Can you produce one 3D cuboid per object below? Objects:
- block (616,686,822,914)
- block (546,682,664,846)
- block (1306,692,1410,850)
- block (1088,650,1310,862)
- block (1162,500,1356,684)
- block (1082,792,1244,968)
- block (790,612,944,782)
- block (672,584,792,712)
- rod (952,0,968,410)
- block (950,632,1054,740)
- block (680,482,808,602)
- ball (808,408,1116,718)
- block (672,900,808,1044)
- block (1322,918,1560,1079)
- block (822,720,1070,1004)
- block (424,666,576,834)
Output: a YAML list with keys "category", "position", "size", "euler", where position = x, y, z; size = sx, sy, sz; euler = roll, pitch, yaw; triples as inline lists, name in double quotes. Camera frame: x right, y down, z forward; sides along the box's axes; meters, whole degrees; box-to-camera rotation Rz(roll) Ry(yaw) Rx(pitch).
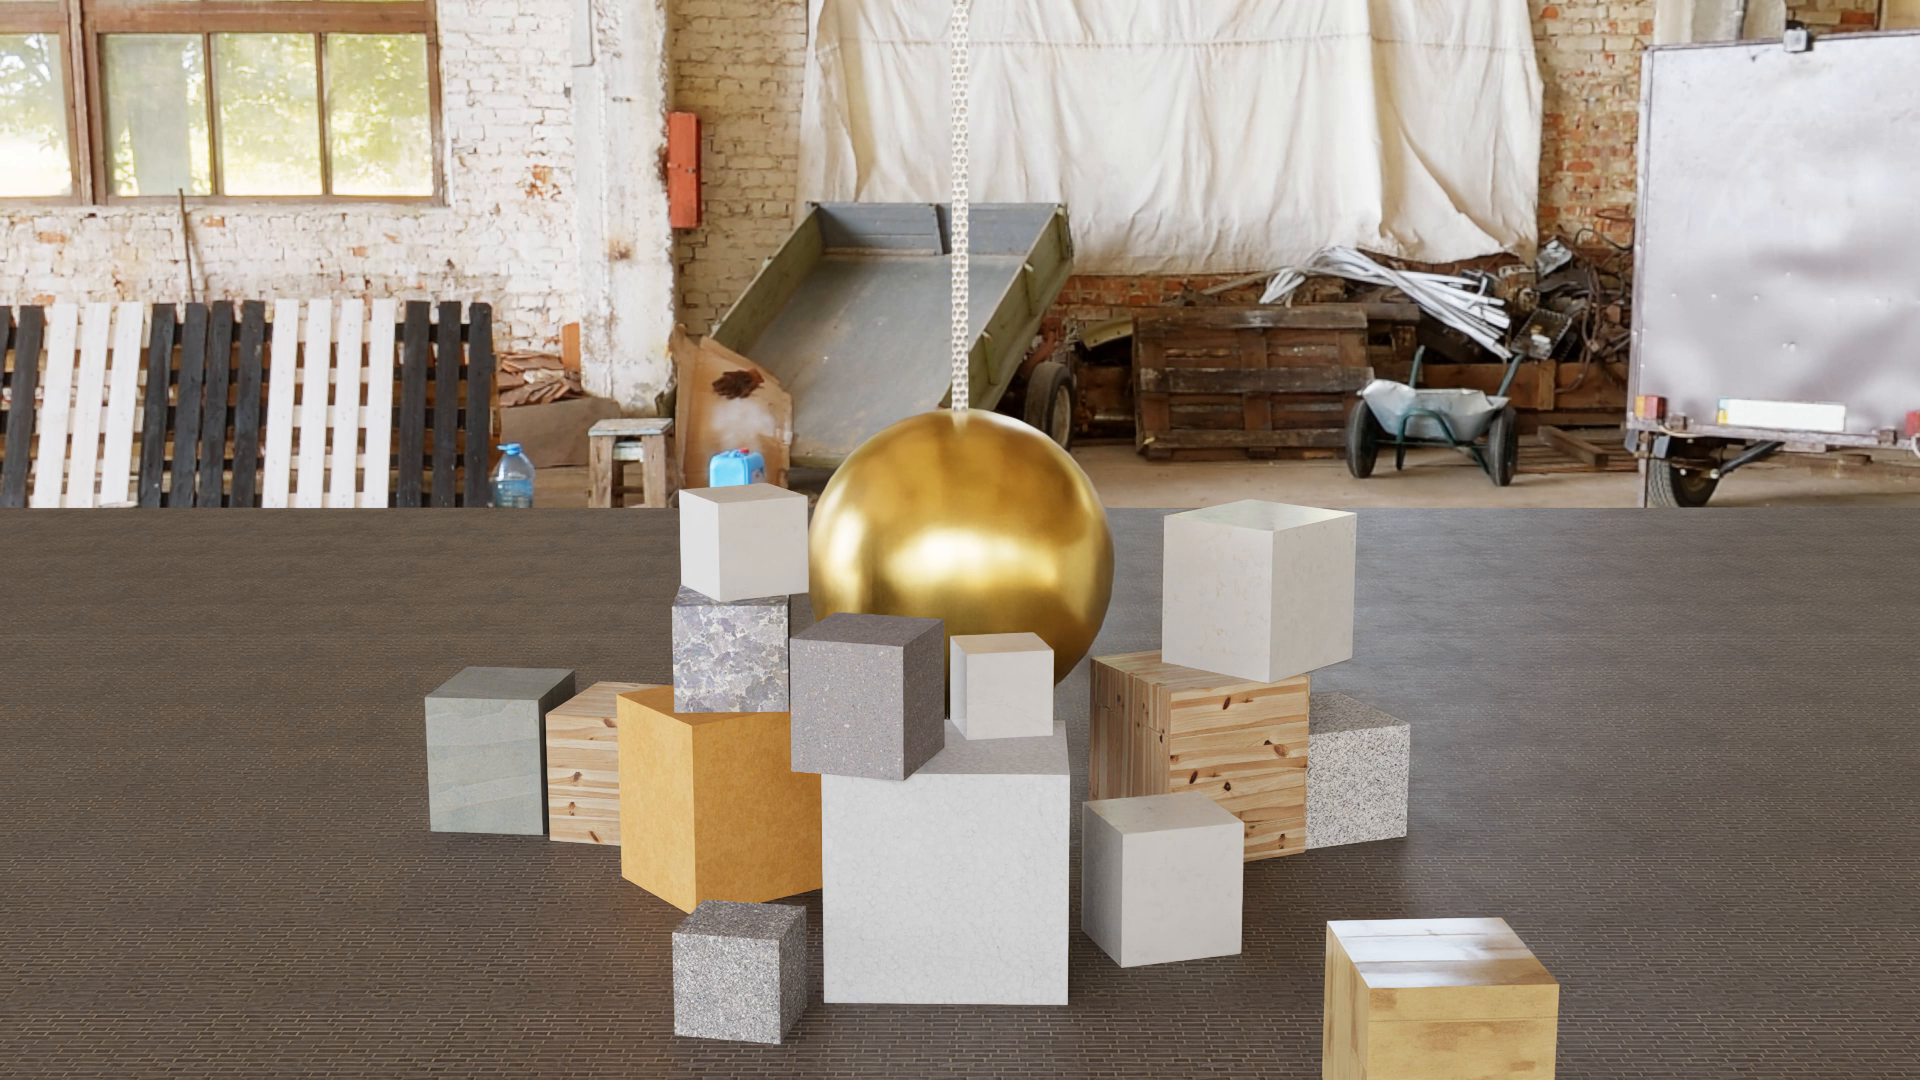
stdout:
- category: "block"
  position: [-1.073, 1.185, 10.514]
  size: [0.865, 0.906, 0.716]
  euler: [-8, 13, -36]
- category: "block"
  position: [-1.649, 1.154, 11.370]
  size: [0.730, 0.661, 0.703]
  euler: [2, 11, 13]
- category: "block"
  position: [1.866, 1.184, 11.402]
  size: [0.615, 0.591, 0.707]
  euler: [-4, 11, -21]
- category: "block"
  position: [1.195, 1.080, 11.098]
  size: [0.792, 0.905, 0.805]
  euler: [-5, 11, -25]
- category: "block"
  position: [1.509, 0.241, 11.094]
  size: [0.657, 0.748, 0.726]
  euler: [10, 14, 42]
- category: "block"
  position: [0.888, 1.488, 9.712]
  size: [0.562, 0.597, 0.492]
  euler: [-3, 11, -17]
- category: "block"
  position: [-0.375, 0.635, 9.055]
  size: [0.481, 0.551, 0.530]
  euler: [3, 11, 17]
- category: "block"
  position: [-1.064, 0.500, 10.356]
  size: [0.525, 0.499, 0.540]
  euler: [0, 10, -3]
- category: "rod"
  position: [0.000, -3.209, 10.661]
  size: [0.080, 5.200, 0.080]
  euler: [0, 12, 0]
- category: "block"
  position: [0.179, 0.631, 9.567]
  size: [0.379, 0.376, 0.356]
  euler: [-2, 11, -11]
- category: "block"
  position: [-1.024, 0.003, 10.409]
  size: [0.451, 0.459, 0.469]
  euler: [-6, 12, -29]
- category: "ball"
  position: [0.000, 0.120, 11.351]
  size: [1.600, 1.600, 1.600]
  euler: [0, 10, 0]
- category: "block"
  position: [-0.880, 1.731, 8.850]
  size: [0.435, 0.428, 0.397]
  euler: [2, 11, 11]
- category: "block"
  position: [1.725, 1.790, 7.982]
  size: [0.665, 0.623, 0.668]
  euler: [-1, 10, -3]
- category: "block"
  position: [-0.049, 1.353, 9.388]
  size: [1.004, 0.980, 0.847]
  euler: [0, 10, 1]
- category: "block"
  position: [-2.394, 1.096, 11.553]
  size: [0.592, 0.710, 0.669]
  euler: [1, 10, 6]
